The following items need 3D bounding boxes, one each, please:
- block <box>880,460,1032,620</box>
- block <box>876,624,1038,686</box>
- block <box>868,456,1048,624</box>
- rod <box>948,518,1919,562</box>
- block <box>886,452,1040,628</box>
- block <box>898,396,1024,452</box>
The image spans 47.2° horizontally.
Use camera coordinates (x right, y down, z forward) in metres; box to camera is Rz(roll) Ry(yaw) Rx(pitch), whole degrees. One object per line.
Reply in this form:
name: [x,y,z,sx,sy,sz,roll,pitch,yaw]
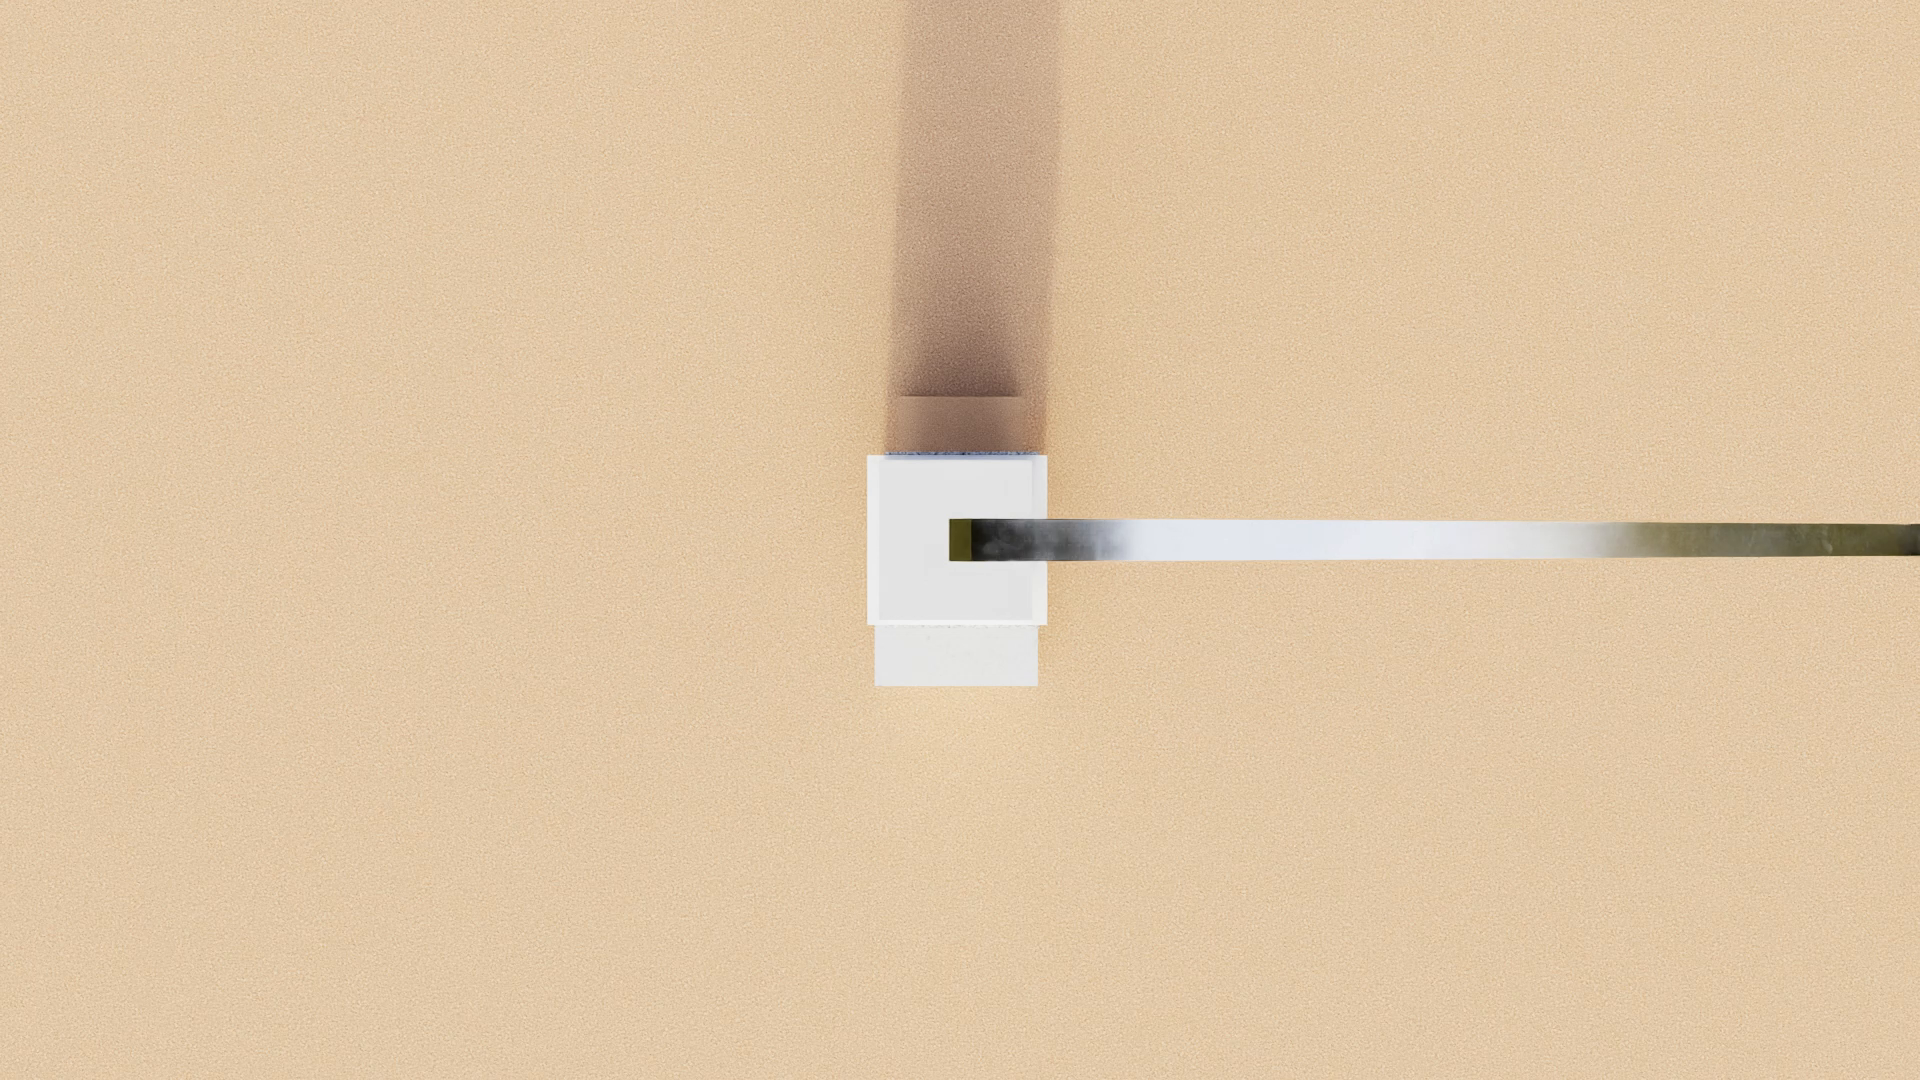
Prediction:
block: [-0.016,0.000,8.374,0.565,0.506,0.592,0,90,0]
block: [-0.020,0.331,12.607,0.904,0.787,0.960,0,90,0]
block: [-0.011,0.000,9.001,0.706,0.747,0.665,0,90,0]
rod: [2.212,0.000,5.439,5.200,0.080,0.080,0,90,-32]
block: [0.009,0.000,9.755,0.657,0.761,0.754,0,90,0]
block: [0.003,-0.485,12.710,0.708,0.580,0.652,0,90,0]
